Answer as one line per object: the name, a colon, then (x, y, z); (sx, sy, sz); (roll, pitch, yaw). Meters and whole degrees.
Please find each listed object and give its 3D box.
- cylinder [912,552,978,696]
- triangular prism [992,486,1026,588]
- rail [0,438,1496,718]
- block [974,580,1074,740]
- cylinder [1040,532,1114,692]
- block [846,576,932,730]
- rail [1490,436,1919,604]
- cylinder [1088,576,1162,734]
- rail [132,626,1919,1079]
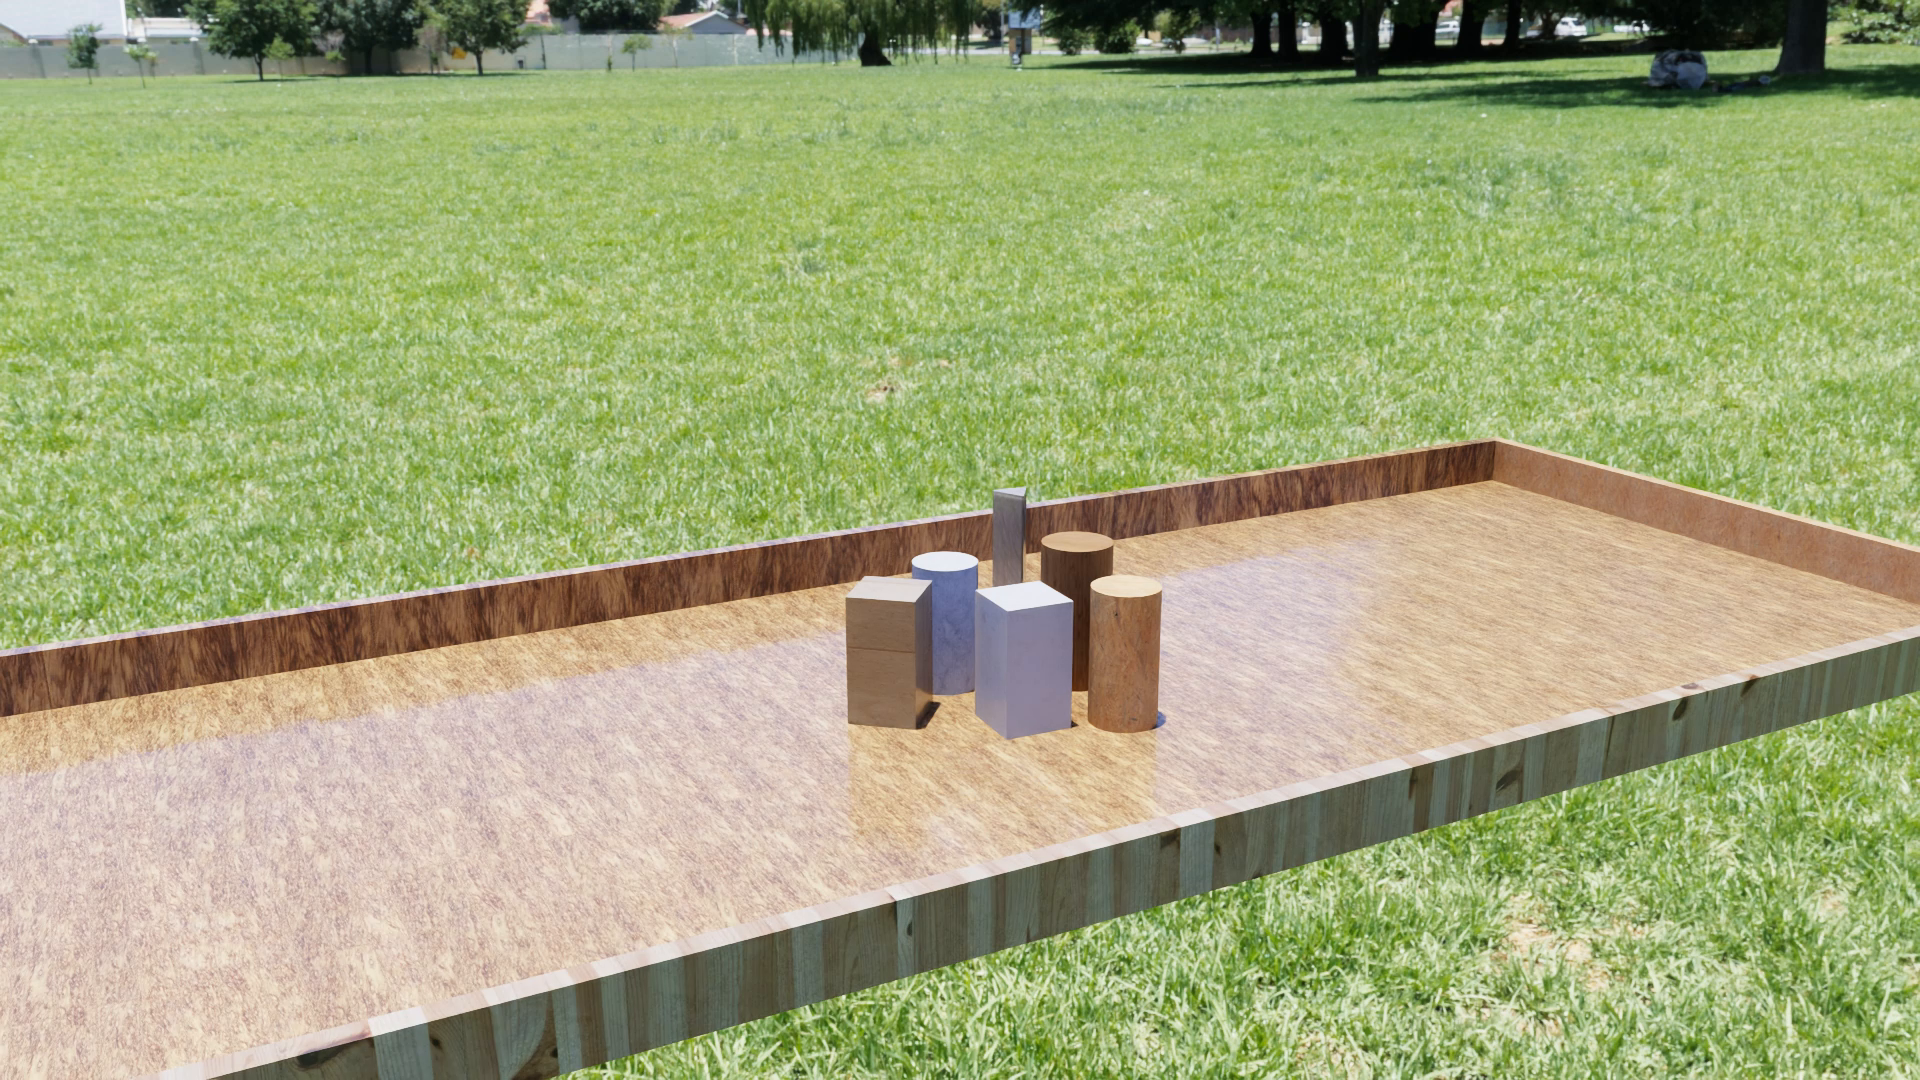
cylinder: (-0.037, 0.206, 4.085); (0.163, 0.321, 0.163); (0, 16, 0)
triangular prism: (0.148, 0.073, 4.356); (0.094, 0.424, 0.082); (12, 20, 35)
rail: (-3.305, 0.497, 3.399); (12.000, 0.150, 0.050); (-9, 18, -27)
block: (0.148, 0.278, 3.854); (0.169, 0.312, 0.169); (-7, 18, -24)
cylinder: (0.289, 0.177, 4.112); (0.178, 0.361, 0.178); (0, 16, 0)
block: (-0.165, 0.264, 3.897); (0.165, 0.315, 0.165); (4, 17, 12)
rail: (2.466, -0.048, 5.253); (0.050, 0.150, 2.100); (-9, 18, -27)
cylinder: (0.385, 0.266, 3.860); (0.165, 0.333, 0.165); (0, 16, 0)
rail: (-2.336, 1.006, 1.665); (12.000, 0.150, 0.050); (-9, 18, -27)
